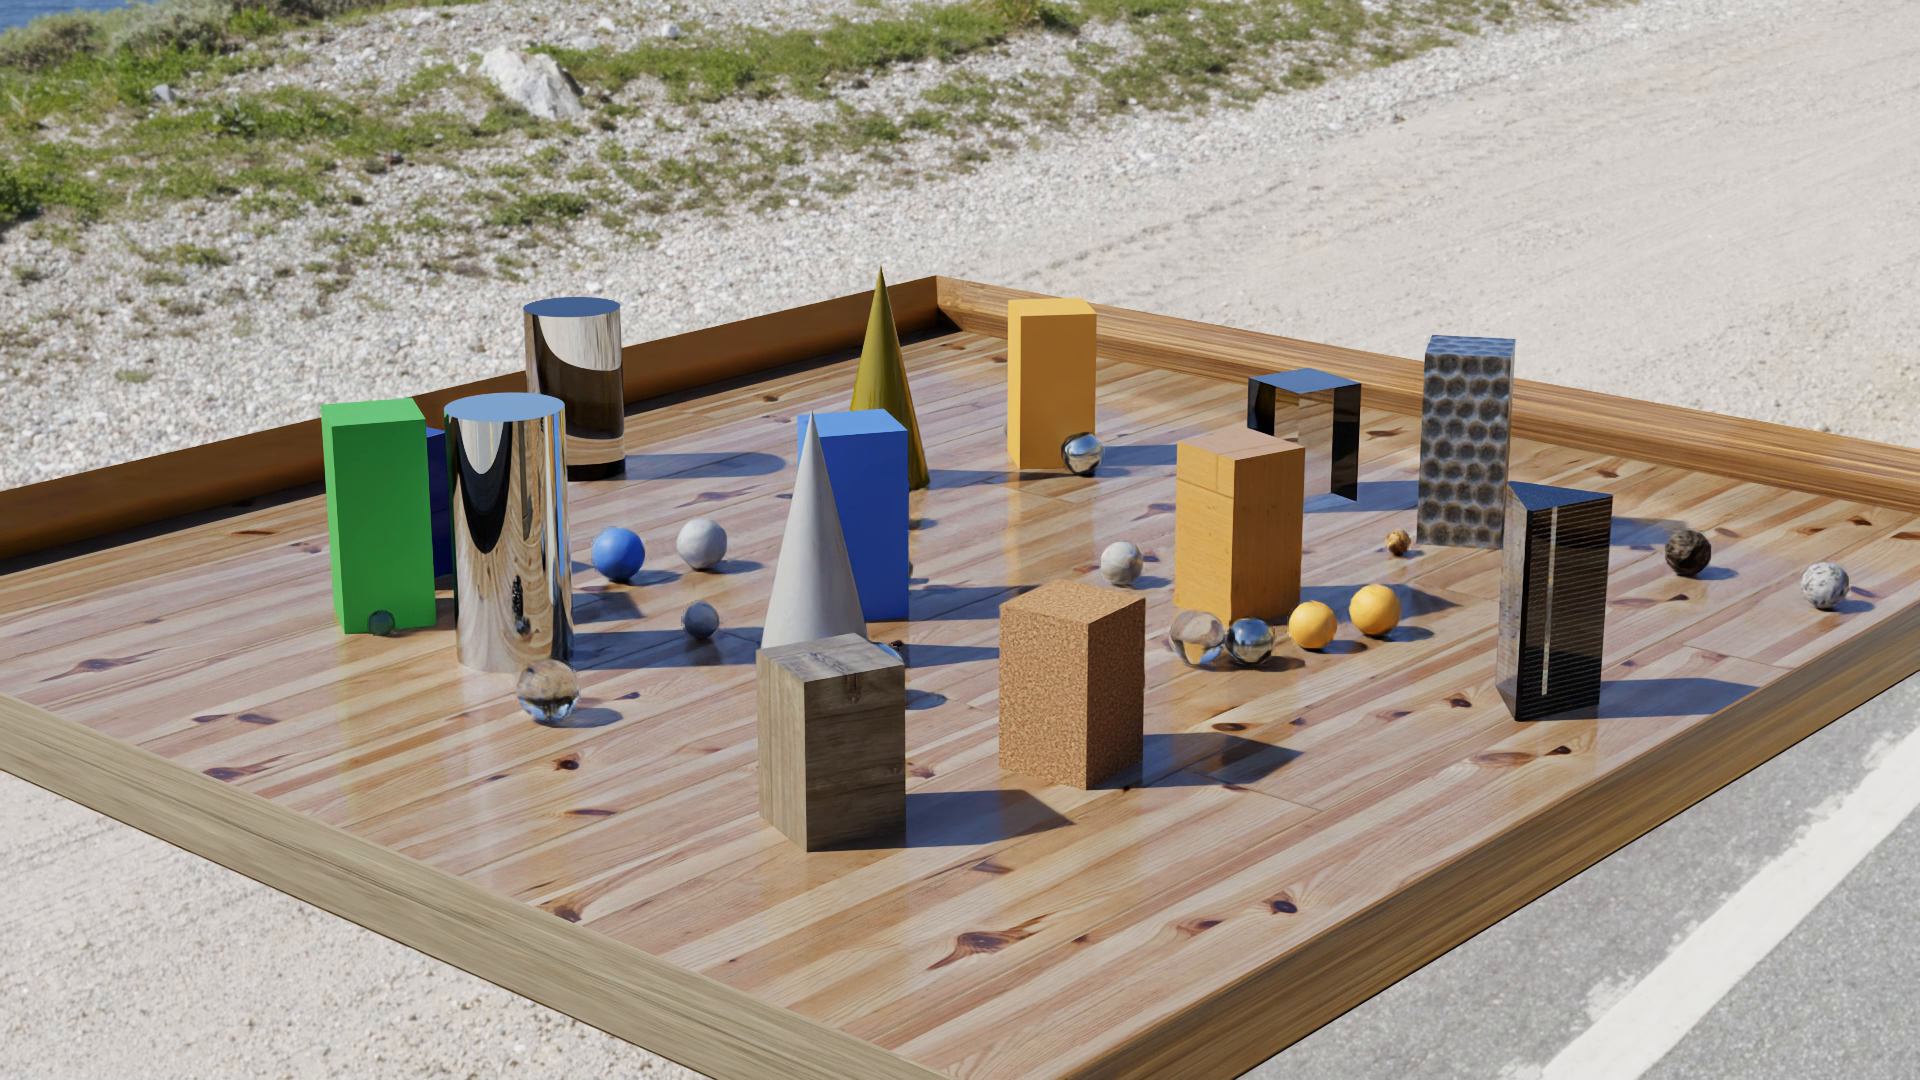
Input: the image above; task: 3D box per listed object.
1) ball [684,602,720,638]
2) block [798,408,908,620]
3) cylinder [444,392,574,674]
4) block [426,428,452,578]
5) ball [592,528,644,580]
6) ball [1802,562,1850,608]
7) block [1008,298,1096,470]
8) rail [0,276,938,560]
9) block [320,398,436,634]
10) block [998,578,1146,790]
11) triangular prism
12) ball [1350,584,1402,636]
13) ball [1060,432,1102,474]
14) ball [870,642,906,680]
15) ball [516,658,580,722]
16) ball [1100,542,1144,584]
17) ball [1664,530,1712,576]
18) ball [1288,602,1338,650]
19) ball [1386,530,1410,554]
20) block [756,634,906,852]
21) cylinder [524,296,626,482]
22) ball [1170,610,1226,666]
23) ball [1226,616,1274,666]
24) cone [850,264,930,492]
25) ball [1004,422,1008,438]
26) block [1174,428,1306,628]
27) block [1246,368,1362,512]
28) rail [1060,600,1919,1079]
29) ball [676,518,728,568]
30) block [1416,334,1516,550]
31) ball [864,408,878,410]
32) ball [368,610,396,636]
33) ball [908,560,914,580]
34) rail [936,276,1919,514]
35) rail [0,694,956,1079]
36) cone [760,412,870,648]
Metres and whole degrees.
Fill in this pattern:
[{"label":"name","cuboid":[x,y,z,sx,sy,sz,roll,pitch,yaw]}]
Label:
[{"label":"ball","cuboid":[-0.432,0.134,4.896,0.060,0.060,0.060,0,17,0]},{"label":"block","cuboid":[-0.183,-0.041,5.011,0.154,0.329,0.154,-5,17,-16]},{"label":"cylinder","cuboid":[-0.730,-0.013,4.761,0.192,0.419,0.192,0,17,0]},{"label":"block","cuboid":[-1.012,-0.063,5.206,0.154,0.258,0.154,12,21,35]},{"label":"ball","cuboid":[-0.606,0.024,5.202,0.093,0.093,0.093,0,17,0]},{"label":"ball","cuboid":[1.490,0.077,5.049,0.080,0.080,0.080,0,17,0]},{"label":"block","cuboid":[0.185,-0.319,5.952,0.154,0.316,0.154,-2,17,-8]},{"label":"rail","cuboid":[-1.072,-0.238,6.011,0.045,0.125,3.147,14,22,39]},{"label":"block","cuboid":[-0.983,-0.042,4.960,0.154,0.360,0.154,-5,18,-18]},{"label":"block","cuboid":[0.165,0.210,4.308,0.154,0.254,0.154,12,20,34]},{"label":"triangular prism","cuboid":[0.894,0.088,4.567,0.166,0.339,0.144,-10,19,-29]},{"label":"ball","cuboid":[0.695,0.117,4.905,0.086,0.086,0.086,0,17,0]},{"label":"ball","cuboid":[0.244,-0.174,5.874,0.085,0.085,0.085,0,17,0]},{"label":"ball","cuboid":[-0.132,0.208,4.588,0.096,0.096,0.096,0,17,0]},{"label":"ball","cuboid":[-0.634,0.231,4.513,0.096,0.096,0.096,0,17,0]},{"label":"ball","cuboid":[0.286,0.041,5.177,0.076,0.076,0.076,0,17,0]},{"label":"ball","cuboid":[1.299,0.022,5.230,0.081,0.081,0.081,0,17,0]},{"label":"ball","cuboid":[0.583,0.141,4.840,0.079,0.079,0.079,0,17,0]},{"label":"ball","cuboid":[0.800,0.003,5.354,0.045,0.045,0.045,0,17,0]},{"label":"block","cuboid":[-0.180,0.280,4.087,0.154,0.248,0.154,-9,19,-27]},{"label":"cylinder","cuboid":[-0.771,-0.303,5.869,0.192,0.334,0.192,0,17,0]},{"label":"ball","cuboid":[0.385,0.158,4.764,0.091,0.091,0.091,0,17,0]},{"label":"ball","cuboid":[0.470,0.165,4.761,0.080,0.080,0.080,0,17,0]},{"label":"cone","cuboid":[-0.154,-0.328,5.770,0.192,0.439,0.192,0,17,0]},{"label":"ball","cuboid":[0.121,-0.230,6.104,0.058,0.058,0.058,0,17,0]},{"label":"block","cuboid":[0.477,-0.023,5.014,0.154,0.292,0.154,-11,20,-32]},{"label":"block","cuboid":[0.663,-0.194,5.677,0.154,0.236,0.154,-11,20,-32]},{"label":"rail","cuboid":[1.072,0.300,4.229,0.045,0.125,3.147,14,22,39]},{"label":"ball","cuboid":[-0.463,0.006,5.266,0.091,0.091,0.091,0,17,0]},{"label":"block","cuboid":[0.935,-0.182,5.419,0.154,0.362,0.154,4,17,13]},{"label":"ball","cuboid":[-0.183,-0.228,6.044,0.090,0.090,0.090,0,17,0]},{"label":"ball","cuboid":[-0.968,0.138,4.910,0.043,0.043,0.043,0,17,0]},{"label":"ball","cuboid":[-0.105,0.052,5.193,0.045,0.045,0.045,0,17,0]},{"label":"rail","cuboid":[1.016,-0.307,6.241,2.887,0.125,0.045,14,22,39]},{"label":"rail","cuboid":[-1.016,0.369,4.000,2.887,0.125,0.045,14,22,39]},{"label":"cone","cuboid":[-0.236,-0.008,4.734,0.192,0.424,0.192,0,17,0]}]
